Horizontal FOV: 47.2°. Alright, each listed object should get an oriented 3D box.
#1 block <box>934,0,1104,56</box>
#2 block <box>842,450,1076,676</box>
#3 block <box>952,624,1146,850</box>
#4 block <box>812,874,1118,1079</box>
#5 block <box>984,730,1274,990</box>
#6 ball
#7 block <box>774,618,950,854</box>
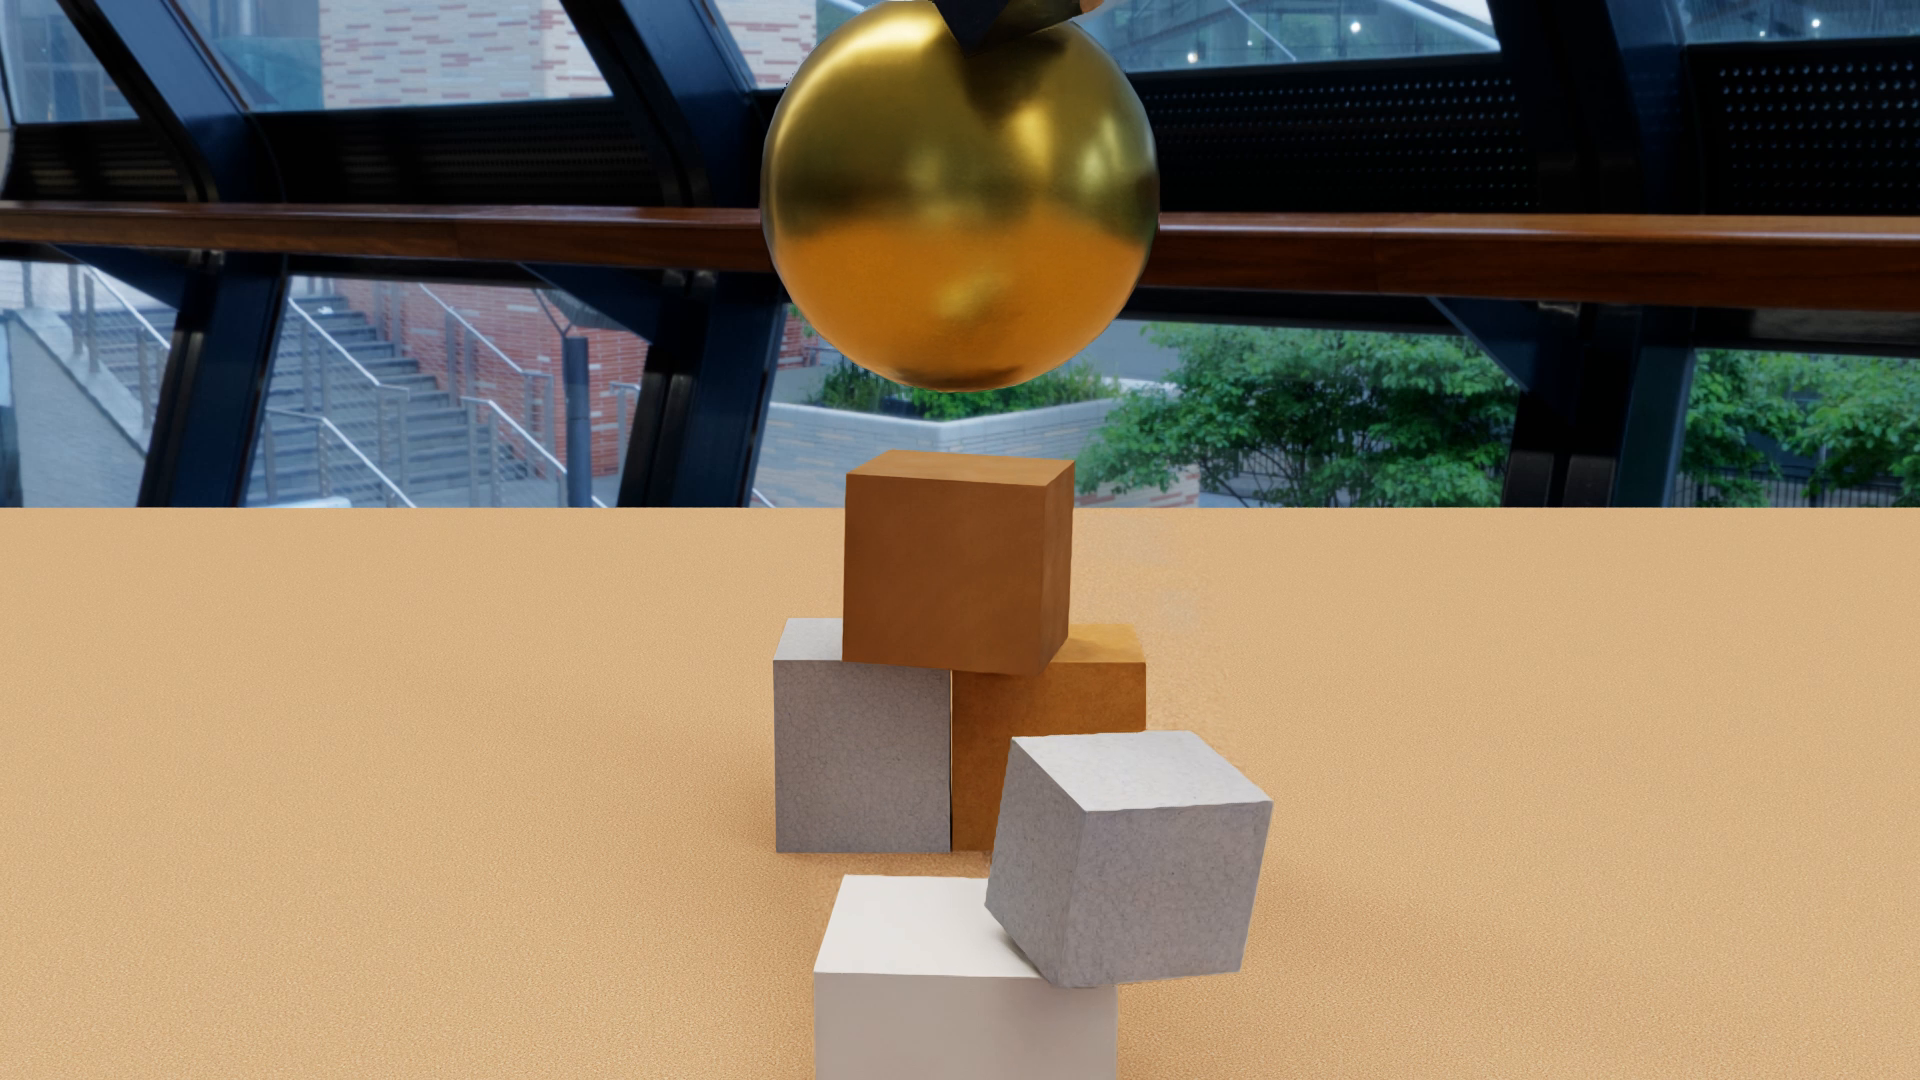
[{"bbox_3d":[0.252,-2.306,7.918,0.654,0.675,0.737,-27,-6,-31],"label":"block"},{"bbox_3d":[0.007,0.092,10.956,0.971,0.923,0.902,4,11,11],"label":"block"},{"bbox_3d":[0.440,1.001,11.357,0.956,0.967,0.881,0,10,0],"label":"block"},{"bbox_3d":[0.047,1.723,7.634,0.992,0.834,0.830,1,14,4],"label":"block"},{"bbox_3d":[0.546,1.038,7.258,0.683,0.623,0.561,0,19,-25],"label":"block"},{"bbox_3d":[0.000,-1.385,8.766,1.600,1.600,1.600,0,10,0],"label":"ball"},{"bbox_3d":[-0.483,0.990,11.355,0.869,0.990,0.956,0,10,0],"label":"block"}]
